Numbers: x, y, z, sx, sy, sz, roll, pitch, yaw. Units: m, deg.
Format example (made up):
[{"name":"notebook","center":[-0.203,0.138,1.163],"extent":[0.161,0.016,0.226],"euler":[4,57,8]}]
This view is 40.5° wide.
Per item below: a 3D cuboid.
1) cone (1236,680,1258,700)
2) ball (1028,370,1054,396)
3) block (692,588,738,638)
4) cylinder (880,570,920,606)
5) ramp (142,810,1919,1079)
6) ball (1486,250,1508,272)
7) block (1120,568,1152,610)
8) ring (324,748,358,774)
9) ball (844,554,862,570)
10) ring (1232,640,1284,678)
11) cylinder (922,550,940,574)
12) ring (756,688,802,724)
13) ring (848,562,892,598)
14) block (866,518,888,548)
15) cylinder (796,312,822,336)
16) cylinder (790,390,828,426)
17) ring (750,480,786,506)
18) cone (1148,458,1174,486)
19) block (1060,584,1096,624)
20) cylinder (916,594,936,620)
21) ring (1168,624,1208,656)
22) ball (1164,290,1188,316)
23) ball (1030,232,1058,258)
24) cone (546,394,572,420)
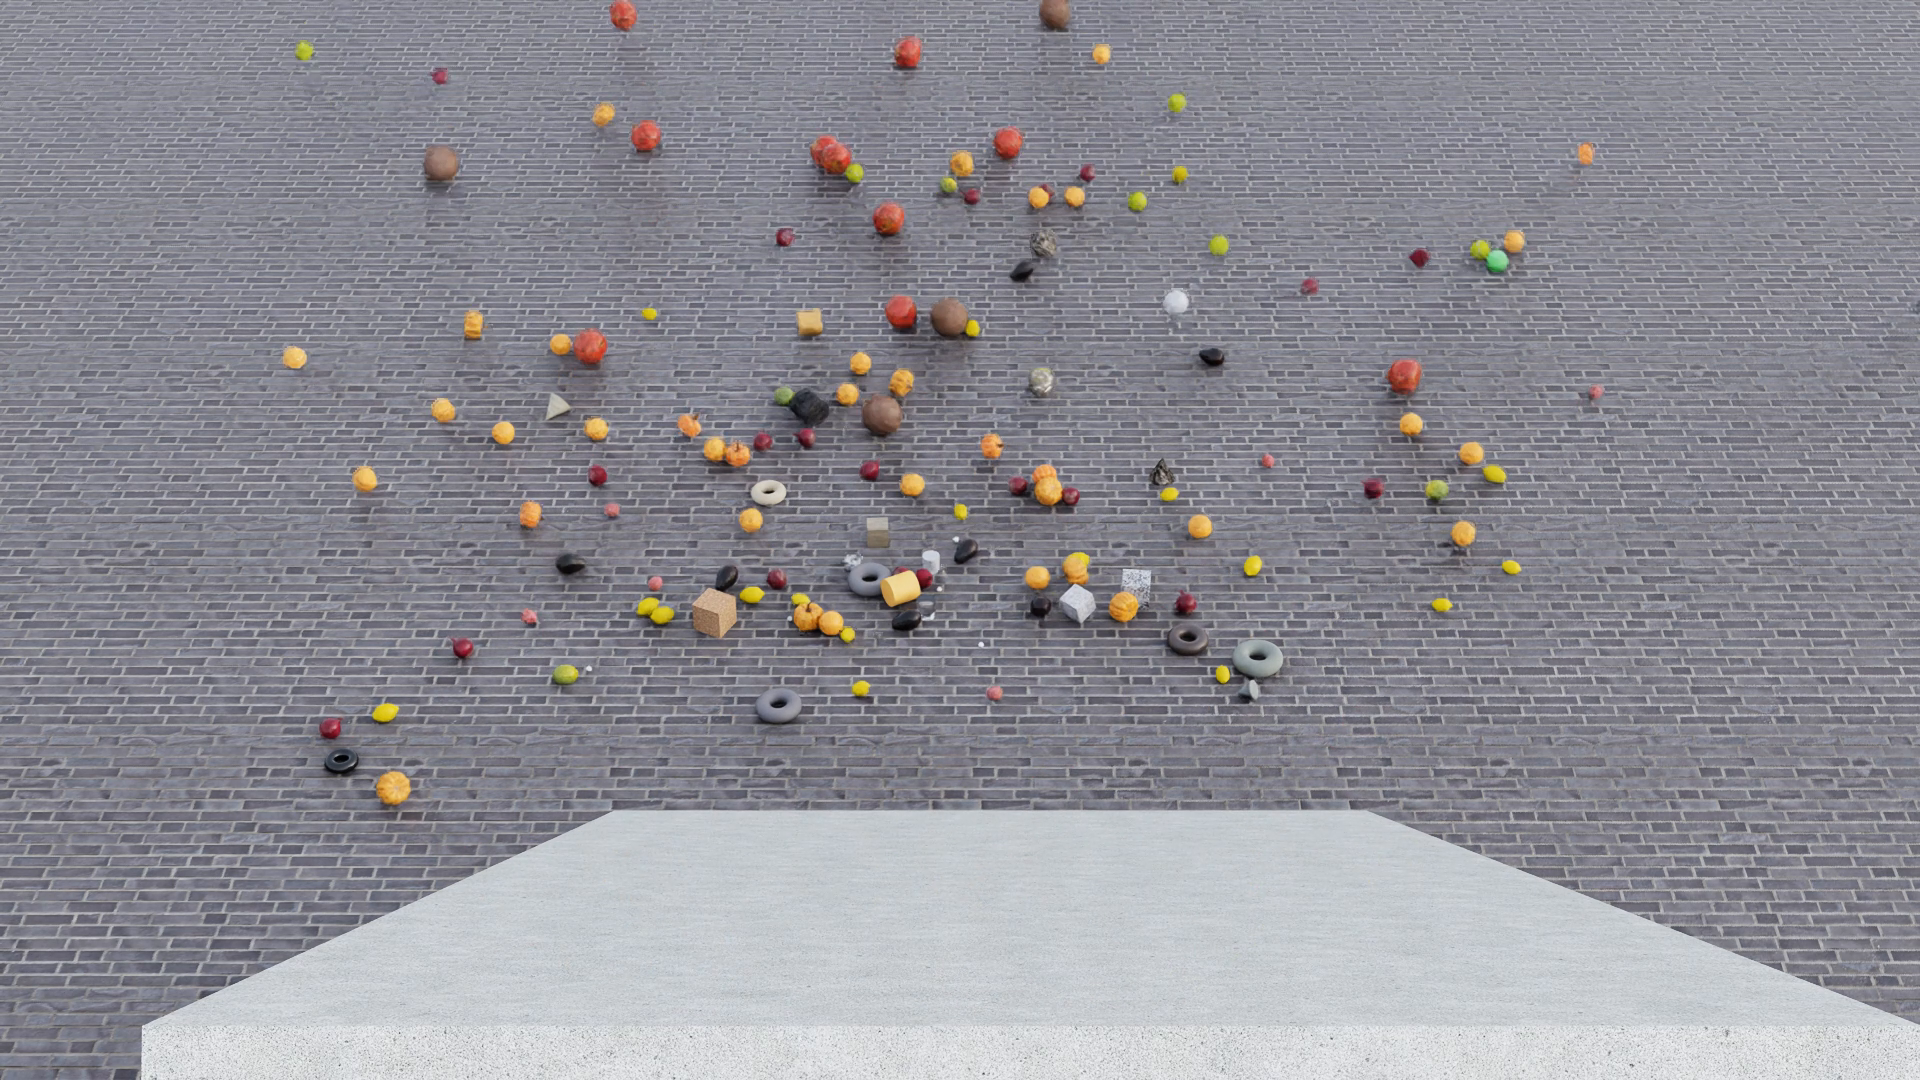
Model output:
[{"name":"cone","center":[0.810,0.433,7.409],"extent":[0.059,0.059,0.059],"euler":[-14,30,27]},{"name":"ball","center":[0.268,-0.522,8.630],"extent":[0.086,0.086,0.086],"euler":[0,37,0]},{"name":"block","center":[-0.721,0.215,7.645],"extent":[0.092,0.092,0.092],"euler":[18,40,22]},{"name":"cylinder","center":[-0.177,0.145,7.744],"extent":[0.087,0.087,0.087],"euler":[-19,41,-24]},{"name":"ramp","center":[0.081,0.683,4.918],"extent":[2.000,0.100,4.000],"euler":[0,-2,0]},{"name":"ball","center":[1.914,-0.993,9.271],"extent":[0.078,0.078,0.078],"euler":[0,37,0]},{"name":"block","center":[0.524,0.146,7.744],"extent":[0.083,0.083,0.083],"euler":[4,37,5]},{"name":"ring","center":[-1.705,0.609,7.170],"extent":[0.094,0.031,0.094],"euler":[1,36,0]},{"name":"ball","center":[-0.326,0.068,7.873],"extent":[0.054,0.054,0.054],"euler":[0,37,0]},{"name":"ring","center":[0.860,0.342,7.513],"extent":[0.147,0.049,0.147],"euler":[-1,36,0]},{"name":"cylinder","center":[-0.087,0.068,7.875],"extent":[0.052,0.052,0.052],"euler":[0,37,0]},{"name":"ring","center":[-0.512,0.468,7.349],"extent":[0.133,0.044,0.133],"euler":[-1,37,1]},{"name":"ring","center":[-0.270,0.119,7.812],"extent":[0.139,0.046,0.139],"euler":[0,38,0]},{"name":"block","center":[-0.253,-0.024,7.987],"extent":[0.065,0.065,0.065],"euler":[-2,37,-2]},{"name":"cylinder","center":[-0.517,-0.745,8.940],"extent":[0.077,0.077,0.077],"euler":[-6,37,-8]},{"name":"cylinder","center":[-0.491,-0.433,8.512],"extent":[0.090,0.090,0.090],"euler":[-24,43,-28]},{"name":"ring","center":[-0.602,-0.148,8.177],"extent":[0.112,0.037,0.112],"euler":[-1,37,1]},{"name":"cone","center":[0.640,-0.230,8.246],"extent":[0.084,0.084,0.084],"euler":[0,37,0]},{"name":"block","center":[0.348,0.188,7.684],"extent":[0.070,0.070,0.070],"euler":[30,64,34]},{"name":"cylinder","center":[-0.100,0.199,7.696],"extent":[0.057,0.057,0.057],"euler":[0,37,0]},{"name":"ring","center":[0.665,0.290,7.588],"extent":[0.122,0.041,0.122],"euler":[0,38,0]},{"name":"ball","center":[0.750,-0.822,9.035],"extent":[0.087,0.087,0.087],"euler":[0,37,0]},{"name":"ball","center":[0.303,-1.059,9.345],"extent":[0.095,0.095,0.095],"euler":[0,37,0]},{"name":"cone","center":[-1.336,-0.424,8.544],"extent":[0.083,0.083,0.083],"euler":[27,71,31]}]
